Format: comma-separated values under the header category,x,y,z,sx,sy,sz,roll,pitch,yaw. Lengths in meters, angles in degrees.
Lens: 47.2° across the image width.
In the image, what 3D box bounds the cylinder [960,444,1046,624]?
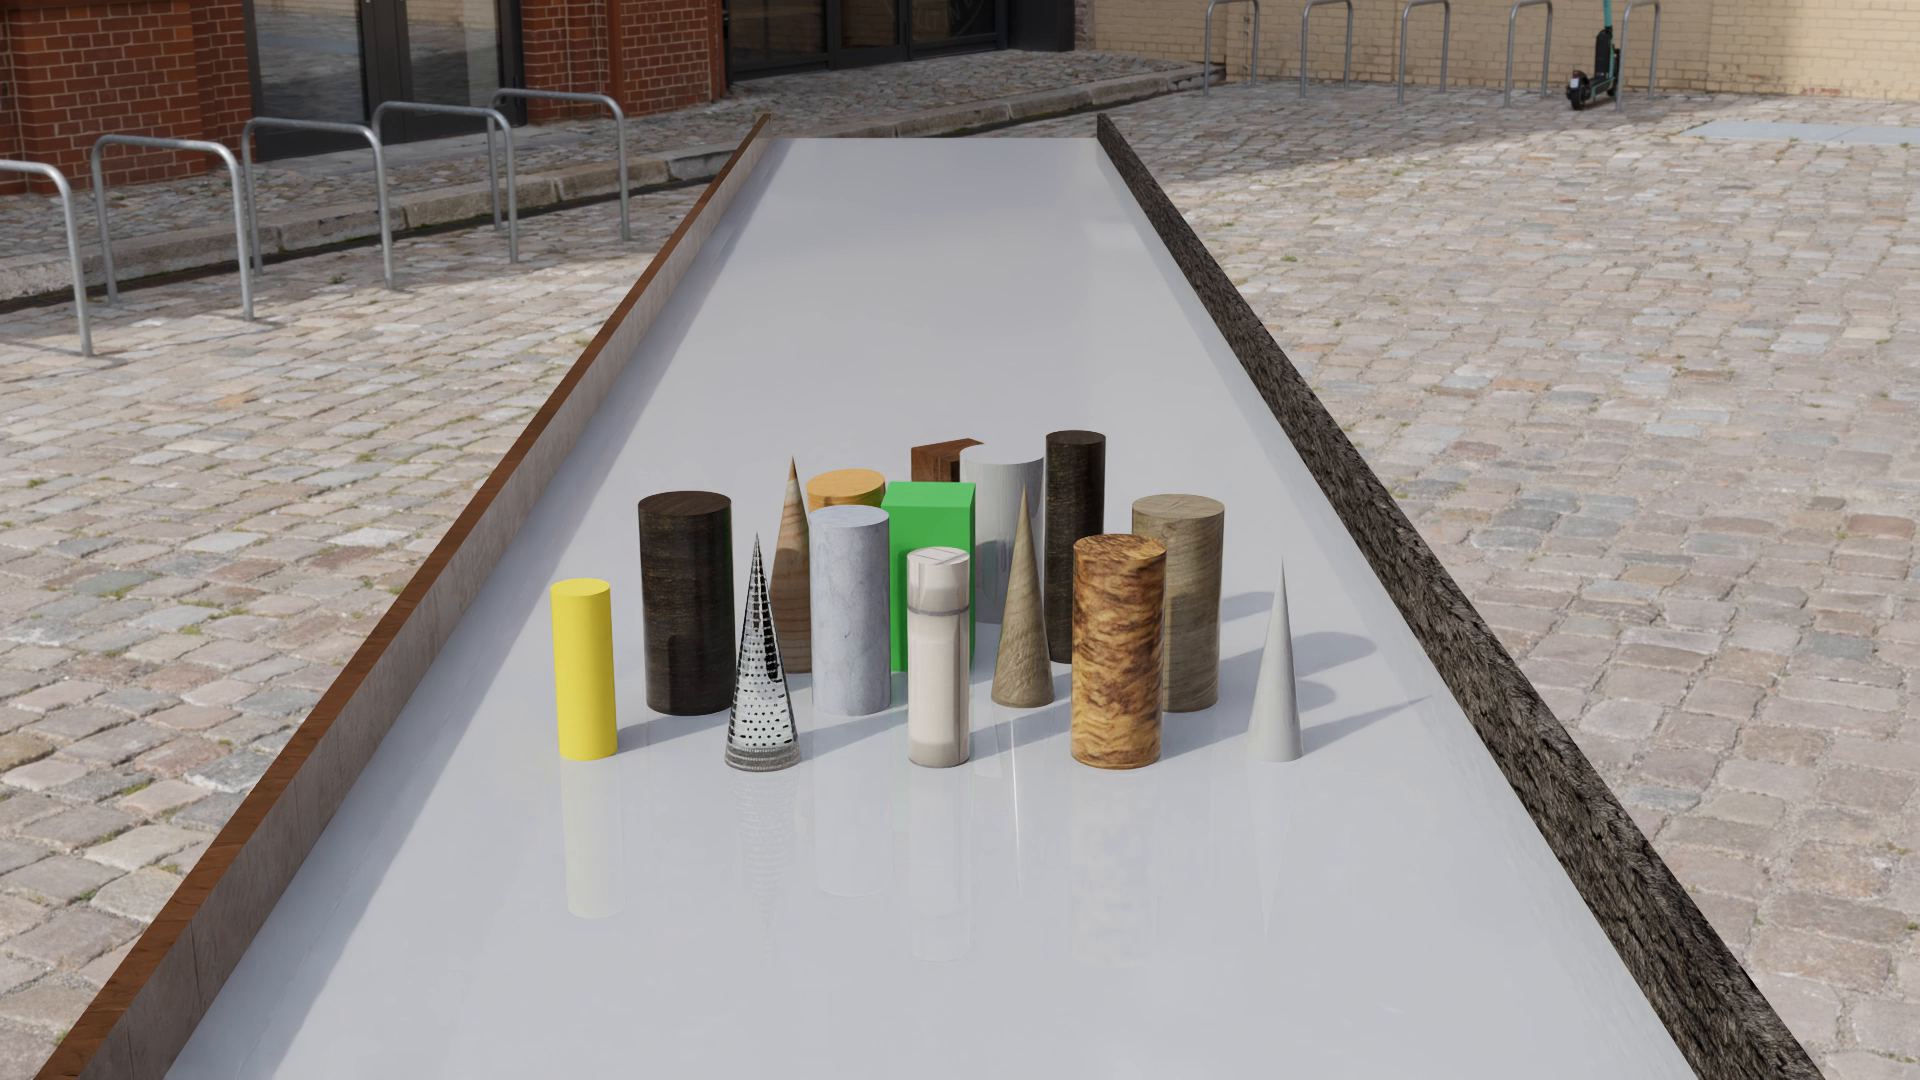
category,x,y,z,sx,sy,sz,roll,pitch,yaw
cylinder,0.089,-0.015,4.666,0.180,0.348,0.180,0,17,0

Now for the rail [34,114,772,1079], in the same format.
category,x,y,z,sx,sy,sz,roll,pitch,yaw
rail,-1.118,-0.838,7.780,0.050,0.150,12.000,0,17,-1

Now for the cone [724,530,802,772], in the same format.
category,x,y,z,sx,sy,sz,roll,pitch,yaw
cone,-0.351,0.185,3.862,0.139,0.423,0.139,0,17,0

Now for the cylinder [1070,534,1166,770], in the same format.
category,x,y,z,sx,sy,sz,roll,pitch,yaw
cylinder,0.279,0.197,3.889,0.162,0.386,0.162,0,17,0

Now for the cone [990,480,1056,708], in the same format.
category,x,y,z,sx,sy,sz,roll,pitch,yaw
cone,0.121,0.094,4.154,0.124,0.432,0.124,0,17,0

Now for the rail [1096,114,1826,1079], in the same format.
category,x,y,z,sx,sy,sz,roll,pitch,yaw
rail,0.932,-0.844,7.801,0.050,0.150,12.000,0,17,-1

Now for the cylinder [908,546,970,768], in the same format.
category,x,y,z,sx,sy,sz,roll,pitch,yaw
cylinder,-0.038,0.207,3.871,0.109,0.375,0.109,0,17,0

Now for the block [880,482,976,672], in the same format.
category,x,y,z,sx,sy,sz,roll,pitch,yaw
block,-0.061,0.073,4.378,0.172,0.342,0.172,1,17,4

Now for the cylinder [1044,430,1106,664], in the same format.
category,x,y,z,sx,sy,sz,roll,pitch,yaw
cylinder,0.227,0.015,4.384,0.119,0.452,0.119,0,17,0

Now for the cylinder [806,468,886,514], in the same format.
category,x,y,z,sx,sy,sz,roll,pitch,yaw
cylinder,-0.219,0.035,4.505,0.161,0.327,0.161,-4,22,2

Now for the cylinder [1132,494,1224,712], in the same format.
category,x,y,z,sx,sy,sz,roll,pitch,yaw
cylinder,0.408,0.119,4.162,0.173,0.380,0.173,0,17,0

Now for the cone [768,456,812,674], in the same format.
category,x,y,z,sx,sy,sz,roll,pitch,yaw
cone,-0.327,0.037,4.357,0.164,0.425,0.164,0,17,0

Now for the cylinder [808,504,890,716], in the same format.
category,x,y,z,sx,sy,sz,roll,pitch,yaw
cylinder,-0.206,0.132,4.135,0.150,0.370,0.150,0,17,0

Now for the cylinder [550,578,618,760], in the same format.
category,x,y,z,sx,sy,sz,roll,pitch,yaw
cylinder,-0.669,0.230,3.913,0.104,0.308,0.104,0,17,0

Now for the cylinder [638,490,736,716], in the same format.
category,x,y,z,sx,sy,sz,roll,pitch,yaw
cylinder,-0.512,0.118,4.144,0.173,0.391,0.173,0,17,0

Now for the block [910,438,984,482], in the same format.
category,x,y,z,sx,sy,sz,roll,pitch,yaw
block,0.000,-0.051,4.857,0.155,0.307,0.155,-11,20,-33

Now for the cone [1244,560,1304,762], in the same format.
category,x,y,z,sx,sy,sz,roll,pitch,yaw
cone,0.563,0.202,3.898,0.106,0.370,0.106,0,17,0
